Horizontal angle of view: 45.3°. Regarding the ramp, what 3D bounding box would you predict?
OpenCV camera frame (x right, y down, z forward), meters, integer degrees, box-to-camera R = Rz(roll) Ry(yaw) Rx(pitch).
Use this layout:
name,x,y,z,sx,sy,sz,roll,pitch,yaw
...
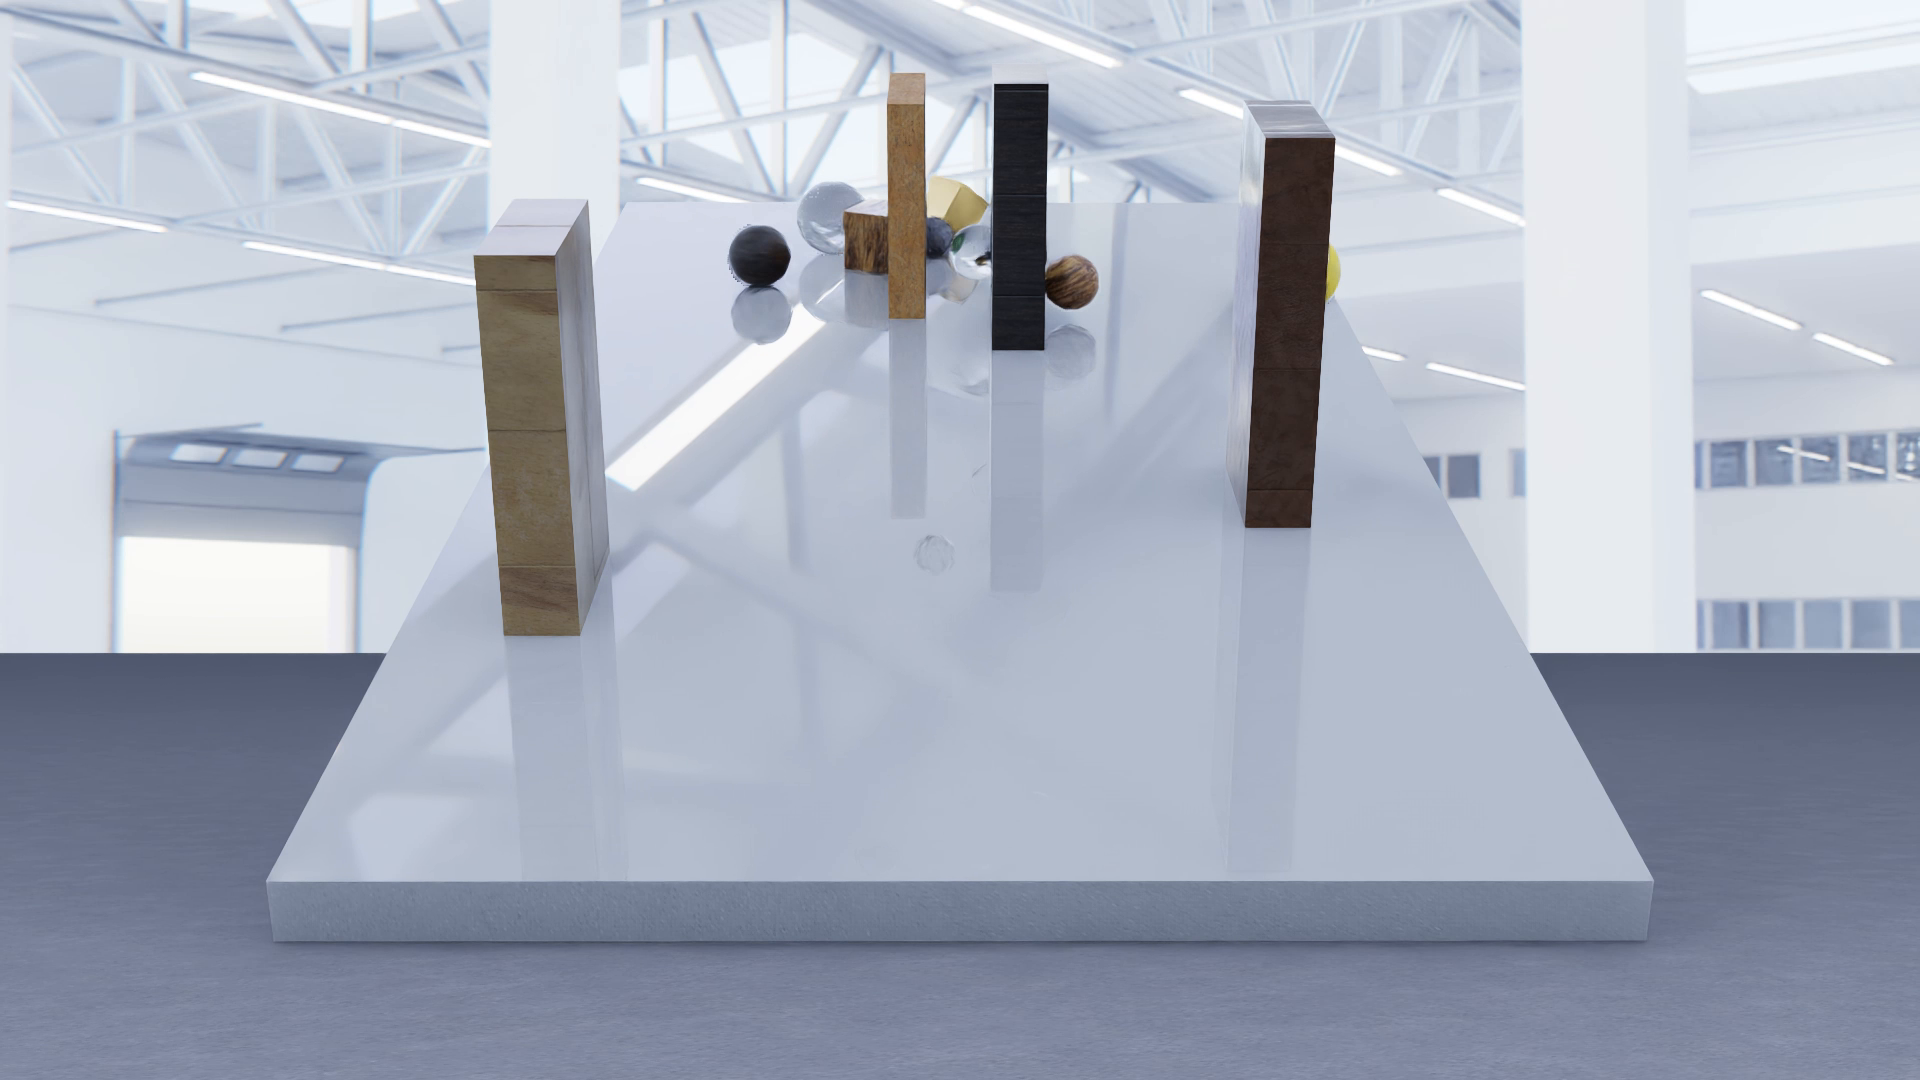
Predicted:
name,x,y,z,sx,sy,sz,roll,pitch,yaw
ramp,-0.007,-0.223,5.184,2.000,0.100,4.000,0,22,0

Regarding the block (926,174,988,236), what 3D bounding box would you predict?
name,x,y,z,sx,sy,sz,roll,pitch,yaw
block,-0.027,-0.949,6.582,0.128,0.128,0.128,24,-6,44

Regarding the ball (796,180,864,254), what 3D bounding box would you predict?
name,x,y,z,sx,sy,sz,roll,pitch,yaw
ball,-0.355,-0.902,6.436,0.204,0.204,0.204,0,-3,0

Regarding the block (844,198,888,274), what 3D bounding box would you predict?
name,x,y,z,sx,sy,sz,roll,pitch,yaw
block,-0.210,-0.836,6.332,0.161,0.161,0.161,10,24,23

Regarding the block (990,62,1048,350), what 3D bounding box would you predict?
name,x,y,z,sx,sy,sz,roll,pitch,yaw
block,0.143,-0.819,5.645,0.129,0.654,0.272,0,22,0

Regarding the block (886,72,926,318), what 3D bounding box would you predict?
name,x,y,z,sx,sy,sz,roll,pitch,yaw
block,-0.136,-0.898,5.971,0.092,0.550,0.406,0,22,0

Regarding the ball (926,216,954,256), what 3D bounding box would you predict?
name,x,y,z,sx,sy,sz,roll,pitch,yaw
ball,-0.076,-0.847,6.423,0.112,0.112,0.112,0,-3,0

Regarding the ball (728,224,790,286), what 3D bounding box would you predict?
name,x,y,z,sx,sy,sz,roll,pitch,yaw
ball,-0.534,-0.759,6.140,0.164,0.164,0.164,0,-3,0

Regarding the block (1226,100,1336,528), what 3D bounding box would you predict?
name,x,y,z,sx,sy,sz,roll,pitch,yaw
block,0.632,-0.452,4.585,0.131,0.781,0.346,0,22,0

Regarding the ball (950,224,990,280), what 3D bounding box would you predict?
name,x,y,z,sx,sy,sz,roll,pitch,yaw
ball,0.044,-0.736,5.894,0.144,0.144,0.144,0,-3,0

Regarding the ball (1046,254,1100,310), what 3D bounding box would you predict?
name,x,y,z,sx,sy,sz,roll,pitch,yaw
ball,0.284,-0.658,5.868,0.143,0.143,0.143,0,-3,0

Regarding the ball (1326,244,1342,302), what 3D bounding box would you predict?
name,x,y,z,sx,sy,sz,roll,pitch,yaw
ball,0.877,-0.692,5.930,0.206,0.206,0.206,0,-3,0

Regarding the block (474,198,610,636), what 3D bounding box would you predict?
name,x,y,z,sx,sy,sz,roll,pitch,yaw
block,-0.744,-0.225,4.140,0.135,0.696,0.386,0,22,0
